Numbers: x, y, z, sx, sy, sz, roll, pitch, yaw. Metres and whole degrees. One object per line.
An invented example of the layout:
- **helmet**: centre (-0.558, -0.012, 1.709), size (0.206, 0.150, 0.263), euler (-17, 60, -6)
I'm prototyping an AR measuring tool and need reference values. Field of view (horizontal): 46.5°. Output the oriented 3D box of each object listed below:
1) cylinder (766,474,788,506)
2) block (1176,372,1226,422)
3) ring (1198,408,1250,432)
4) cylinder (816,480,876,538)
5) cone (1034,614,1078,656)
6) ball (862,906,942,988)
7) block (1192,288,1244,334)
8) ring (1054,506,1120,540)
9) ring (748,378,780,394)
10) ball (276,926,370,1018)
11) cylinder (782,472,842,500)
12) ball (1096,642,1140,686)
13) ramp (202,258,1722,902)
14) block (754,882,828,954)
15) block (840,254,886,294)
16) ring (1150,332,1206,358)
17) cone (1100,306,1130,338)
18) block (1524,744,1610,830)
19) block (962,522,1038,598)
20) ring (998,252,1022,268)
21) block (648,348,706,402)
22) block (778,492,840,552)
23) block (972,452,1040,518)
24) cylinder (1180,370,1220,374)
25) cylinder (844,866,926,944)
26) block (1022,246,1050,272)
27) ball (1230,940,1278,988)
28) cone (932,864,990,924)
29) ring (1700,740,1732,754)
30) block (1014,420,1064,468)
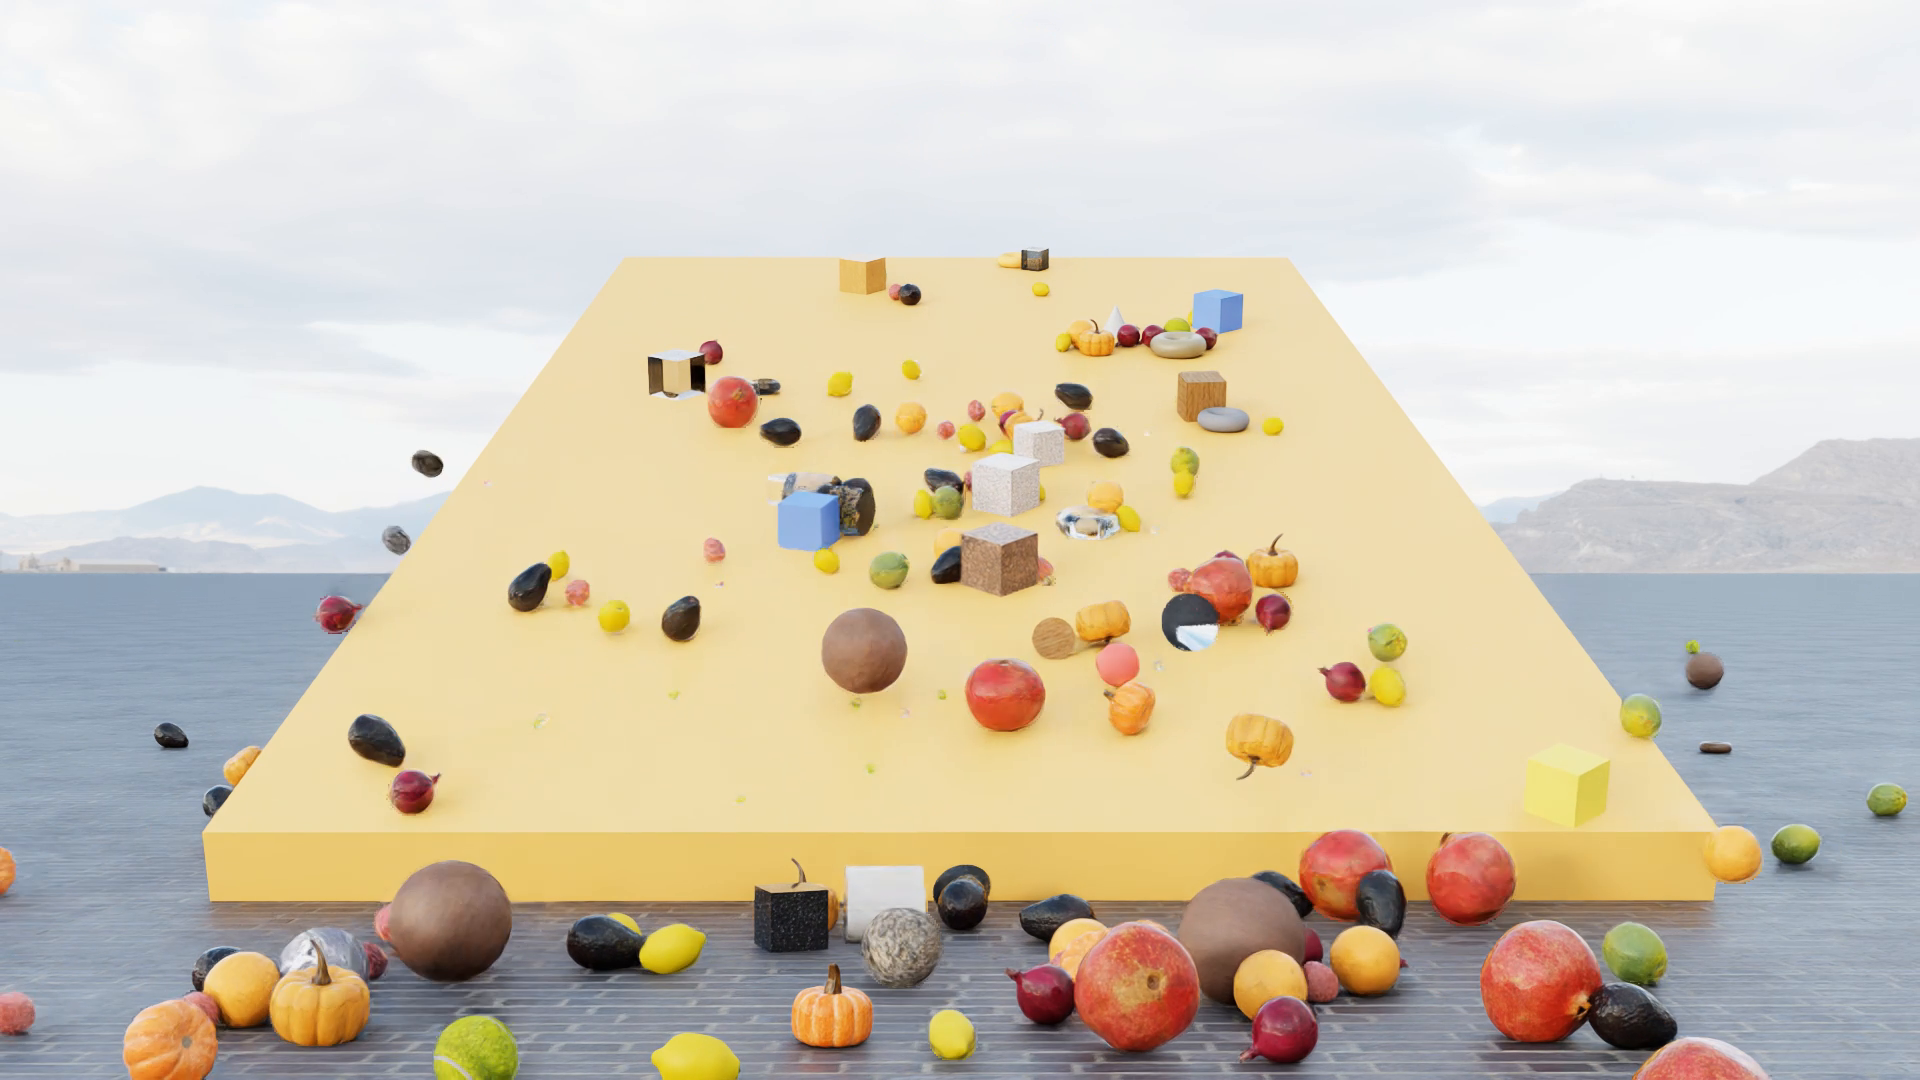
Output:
- **cylinder**: centre (-0.350, -0.097, 4.344), size (0.050, 0.050, 0.050), euler (0, 18, 0)
- **block**: centre (0.535, -0.317, 4.959), size (0.090, 0.090, 0.090), euler (-2, 18, -7)
- **ring**: centre (0.574, -0.262, 4.876), size (0.114, 0.038, 0.114), euler (1, 17, 0)
- **cylinder**: centre (-0.216, -0.056, 4.159), size (0.087, 0.087, 0.087), euler (19, 9, 28)
- **cone**: centre (0.148, 0.161, 3.582), size (0.068, 0.068, 0.068), euler (0, -18, -7)
- **ball**: centre (-0.062, 0.431, 2.367), size (0.084, 0.084, 0.084), euler (0, -1, 0)
- **block**: centre (0.669, -0.594, 5.808), size (0.091, 0.091, 0.091), euler (-17, 24, -41)
- **ring**: centre (0.236, -0.032, 4.159), size (0.123, 0.041, 0.123), euler (3, 16, -1)
- **ring**: centre (-0.453, -0.355, 5.173), size (0.079, 0.026, 0.079), euler (-1, 18, 0)
- **ball**: centre (-0.627, 0.426, 2.205), size (0.089, 0.089, 0.089), euler (0, -1, 0)
- **cylinder**: centre (-0.279, -0.082, 4.236), size (0.088, 0.088, 0.088), euler (6, 1, 19)
- **ball**: centre (0.243, 0.191, 3.433), size (0.067, 0.067, 0.067), euler (0, -1, 0)
- **ramp**: centre (-0.004, -0.187, 4.862), size (2.000, 0.100, 4.000), euler (0, 18, 0)
- **block**: centre (-0.198, 0.441, 2.617), size (0.069, 0.069, 0.069), euler (0, -1, -21)
- **block**: centre (-0.273, -0.745, 6.266), size (0.092, 0.092, 0.092), euler (12, 22, 32)
- **ring**: centre (0.540, -0.483, 5.539), size (0.140, 0.047, 0.140), euler (-1, 19, 0)
- **cone**: centre (0.400, -0.568, 5.749), size (0.078, 0.078, 0.078), euler (0, 18, 0)
- **block**: centre (0.813, 0.329, 2.996), size (0.077, 0.077, 0.077), euler (-16, 24, -41)
- **block**: centre (0.068, 0.033, 3.874), size (0.094, 0.094, 0.094), euler (16, 24, 41)
- **ring**: centre (0.161, -0.828, 6.620), size (0.100, 0.033, 0.100), euler (0, 20, 0)
- **block**: centre (-0.651, -0.380, 5.144), size (0.092, 0.092, 0.092), euler (13, 22, 33)
- **block**: centre (-0.277, -0.033, 4.093), size (0.084, 0.084, 0.084), euler (6, 19, 19)
- **block**: centre (0.088, -0.107, 4.306), size (0.093, 0.093, 0.093), euler (13, 22, 35)
- **cylinder**: centre (0.540, -0.340, 5.043), size (0.082, 0.082, 0.082), euler (-2, 0, -7)
- **cylinder**: centre (-0.090, 0.431, 2.642), size (0.090, 0.090, 0.090), euler (0, -1, -6)
- **block**: centre (0.220, -0.825, 6.566), size (0.060, 0.060, 0.060), euler (11, 21, 30)
- **ball**: centre (0.310, 0.447, 2.356), size (0.050, 0.050, 0.050), euler (0, -1, 0)
- **cone**: centre (0.010, 0.461, 2.814), size (0.076, 0.076, 0.076), euler (0, 26, -13)
- **ring**: centre (1.809, 0.496, 5.358), size (0.075, 0.025, 0.075), euler (1, 0, 0)
- **block**: centre (0.163, -0.197, 4.610), size (0.076, 0.076, 0.076), euler (-10, 21, -29)
